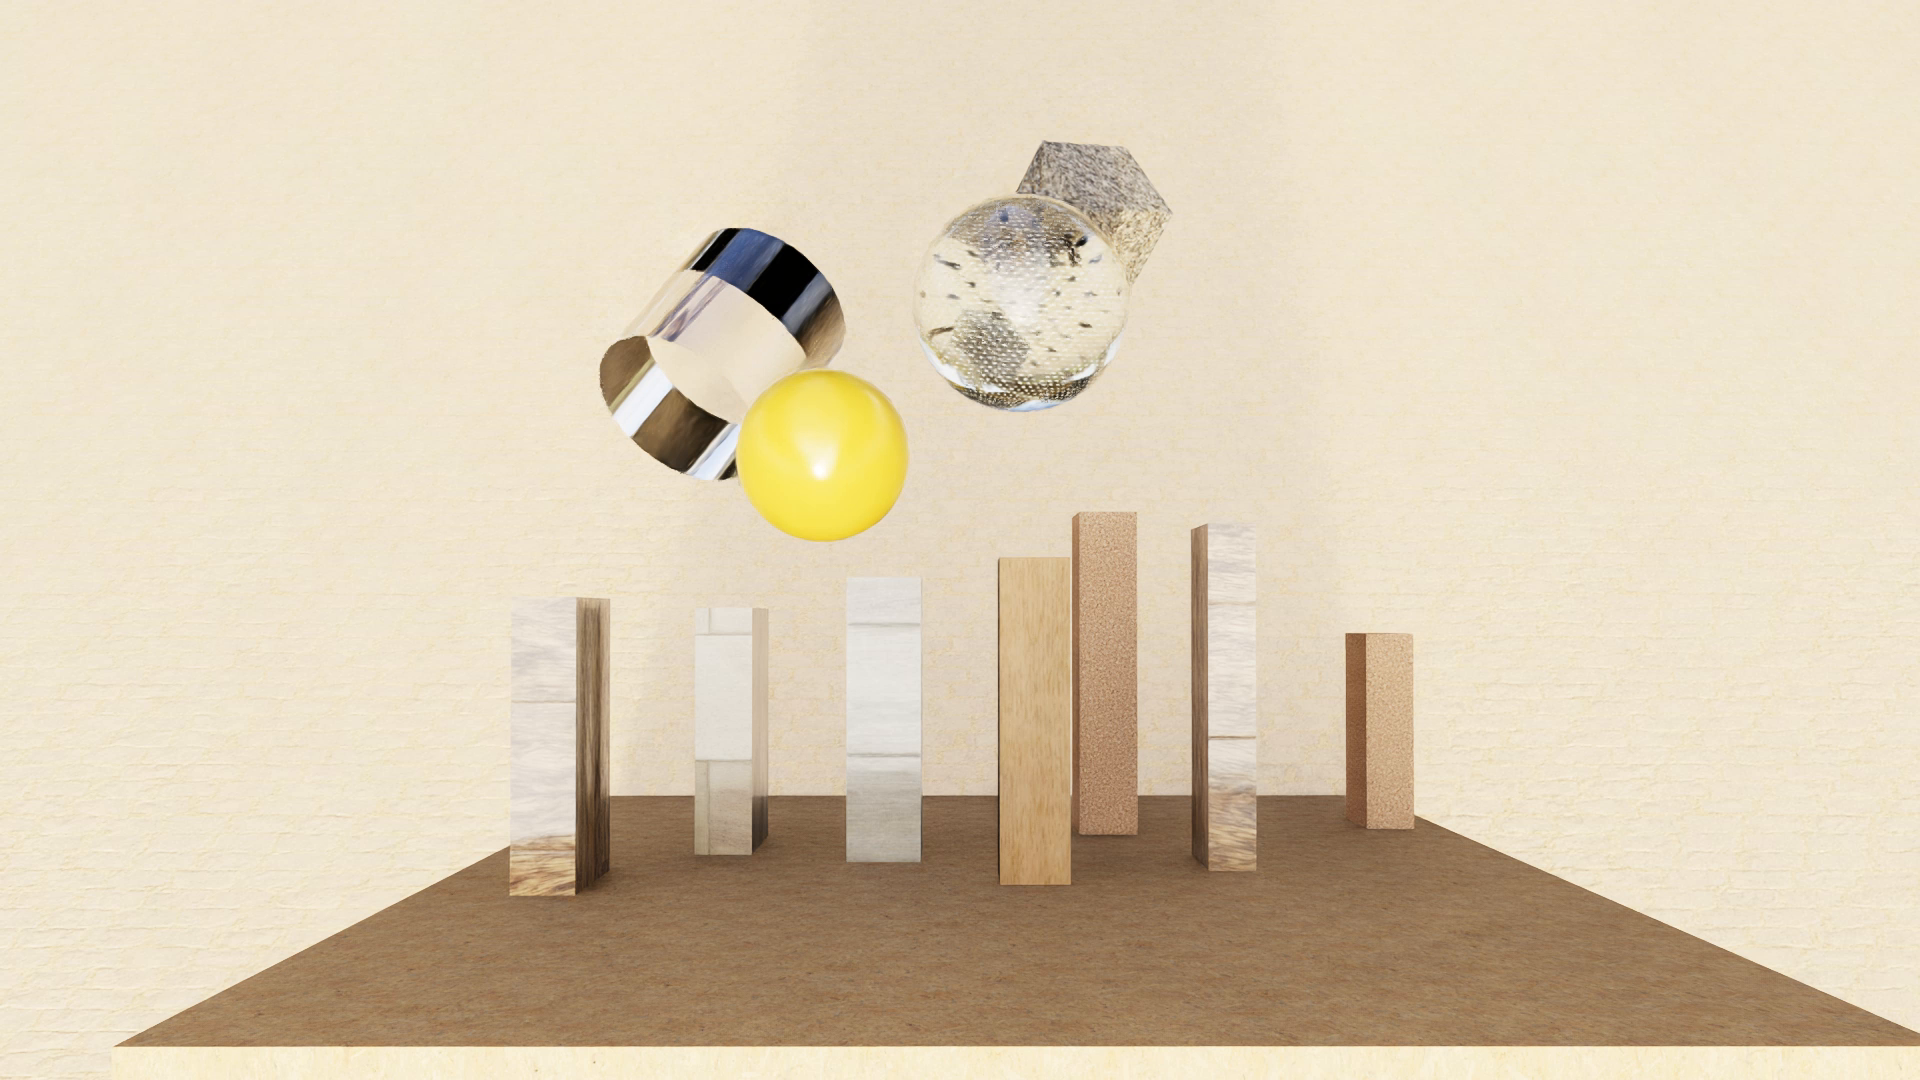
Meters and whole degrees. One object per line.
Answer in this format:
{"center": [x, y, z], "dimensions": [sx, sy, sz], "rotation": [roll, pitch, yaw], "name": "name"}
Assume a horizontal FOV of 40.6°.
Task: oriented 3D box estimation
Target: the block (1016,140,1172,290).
{"center": [0.131, -0.336, 2.709], "dimensions": [0.109, 0.109, 0.109], "rotation": [-2, 47, -34], "name": "block"}

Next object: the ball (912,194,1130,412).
{"center": [0.054, -0.210, 2.302], "dimensions": [0.193, 0.193, 0.193], "rotation": [0, 35, 0], "name": "ball"}

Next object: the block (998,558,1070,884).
{"center": [0.131, 0.320, 4.672], "dimensions": [0.124, 0.573, 0.254], "rotation": [0, -2, 0], "name": "block"}

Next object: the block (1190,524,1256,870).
{"center": [0.503, 0.294, 4.973], "dimensions": [0.088, 0.641, 0.353], "rotation": [0, -2, 0], "name": "block"}

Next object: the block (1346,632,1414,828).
{"center": [0.951, 0.427, 5.897], "dimensions": [0.104, 0.431, 0.312], "rotation": [0, -2, 0], "name": "block"}

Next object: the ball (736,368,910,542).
{"center": [-0.129, -0.080, 2.455], "dimensions": [0.164, 0.164, 0.164], "rotation": [0, 35, 0], "name": "ball"}

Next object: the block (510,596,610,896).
{"center": [-0.702, 0.353, 4.587], "dimensions": [0.110, 0.502, 0.430], "rotation": [0, -2, 0], "name": "block"}

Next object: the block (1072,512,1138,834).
{"center": [0.320, 0.292, 5.783], "dimensions": [0.124, 0.695, 0.372], "rotation": [0, -2, 0], "name": "block"}

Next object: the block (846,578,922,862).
{"center": [-0.146, 0.348, 5.115], "dimensions": [0.142, 0.544, 0.294], "rotation": [0, -2, 0], "name": "block"}

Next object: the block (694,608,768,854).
{"center": [-0.466, 0.383, 5.342], "dimensions": [0.112, 0.486, 0.445], "rotation": [0, -2, 0], "name": "block"}

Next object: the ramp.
{"center": [0.077, 0.661, 4.823], "dimensions": [2.000, 0.100, 4.000], "rotation": [0, -2, 0], "name": "ramp"}

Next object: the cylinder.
{"center": [-0.271, -0.214, 2.978], "dimensions": [0.207, 0.207, 0.207], "rotation": [16, 49, 22], "name": "cylinder"}
